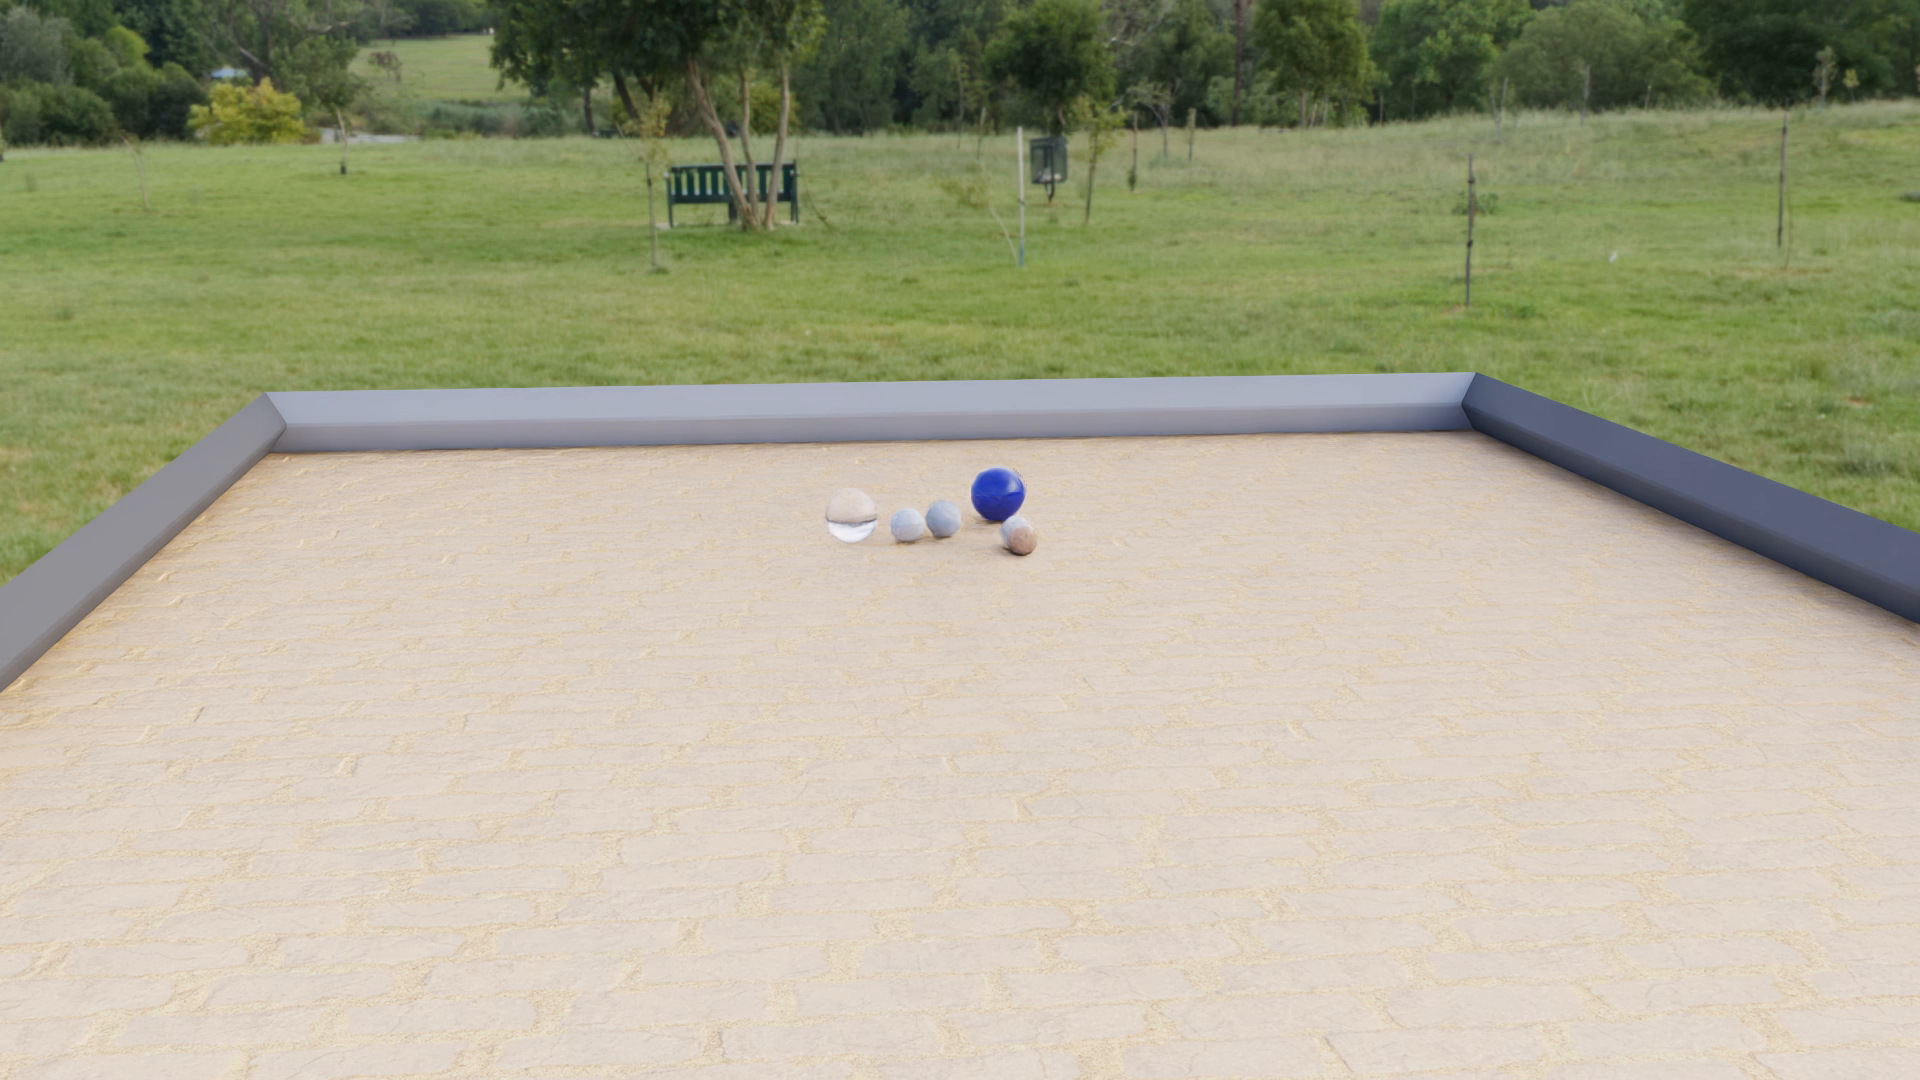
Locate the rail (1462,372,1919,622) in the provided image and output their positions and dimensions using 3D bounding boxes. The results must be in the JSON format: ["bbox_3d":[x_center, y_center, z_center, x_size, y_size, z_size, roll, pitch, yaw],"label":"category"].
[{"bbox_3d":[1.286,0.165,2.286,0.045,0.114,4.411,-1,12,-7],"label":"rail"}]

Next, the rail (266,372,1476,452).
[{"bbox_3d":[-0.132,-0.247,4.267,2.366,0.114,0.045,-1,12,-7],"label":"rail"}]

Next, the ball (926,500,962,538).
[{"bbox_3d":[-0.025,-0.032,3.381,0.056,0.056,0.056,0,12,0],"label":"ball"}]

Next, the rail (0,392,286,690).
[{"bbox_3d":[-1.016,0.223,2.008,0.045,0.114,4.411,-1,12,-7],"label":"rail"}]

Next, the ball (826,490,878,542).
[{"bbox_3d":[-0.165,-0.036,3.340,0.080,0.080,0.080,0,12,0],"label":"ball"}]

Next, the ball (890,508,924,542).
[{"bbox_3d":[-0.080,-0.022,3.340,0.053,0.053,0.053,0,12,0],"label":"ball"}]

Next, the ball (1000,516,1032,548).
[{"bbox_3d":[0.084,-0.012,3.297,0.049,0.049,0.049,0,12,0],"label":"ball"}]

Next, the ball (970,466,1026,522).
[{"bbox_3d":[0.060,-0.074,3.503,0.087,0.087,0.087,0,12,0],"label":"ball"}]

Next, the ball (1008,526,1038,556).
[{"bbox_3d":[0.093,0.001,3.253,0.043,0.043,0.043,0,12,0],"label":"ball"}]
